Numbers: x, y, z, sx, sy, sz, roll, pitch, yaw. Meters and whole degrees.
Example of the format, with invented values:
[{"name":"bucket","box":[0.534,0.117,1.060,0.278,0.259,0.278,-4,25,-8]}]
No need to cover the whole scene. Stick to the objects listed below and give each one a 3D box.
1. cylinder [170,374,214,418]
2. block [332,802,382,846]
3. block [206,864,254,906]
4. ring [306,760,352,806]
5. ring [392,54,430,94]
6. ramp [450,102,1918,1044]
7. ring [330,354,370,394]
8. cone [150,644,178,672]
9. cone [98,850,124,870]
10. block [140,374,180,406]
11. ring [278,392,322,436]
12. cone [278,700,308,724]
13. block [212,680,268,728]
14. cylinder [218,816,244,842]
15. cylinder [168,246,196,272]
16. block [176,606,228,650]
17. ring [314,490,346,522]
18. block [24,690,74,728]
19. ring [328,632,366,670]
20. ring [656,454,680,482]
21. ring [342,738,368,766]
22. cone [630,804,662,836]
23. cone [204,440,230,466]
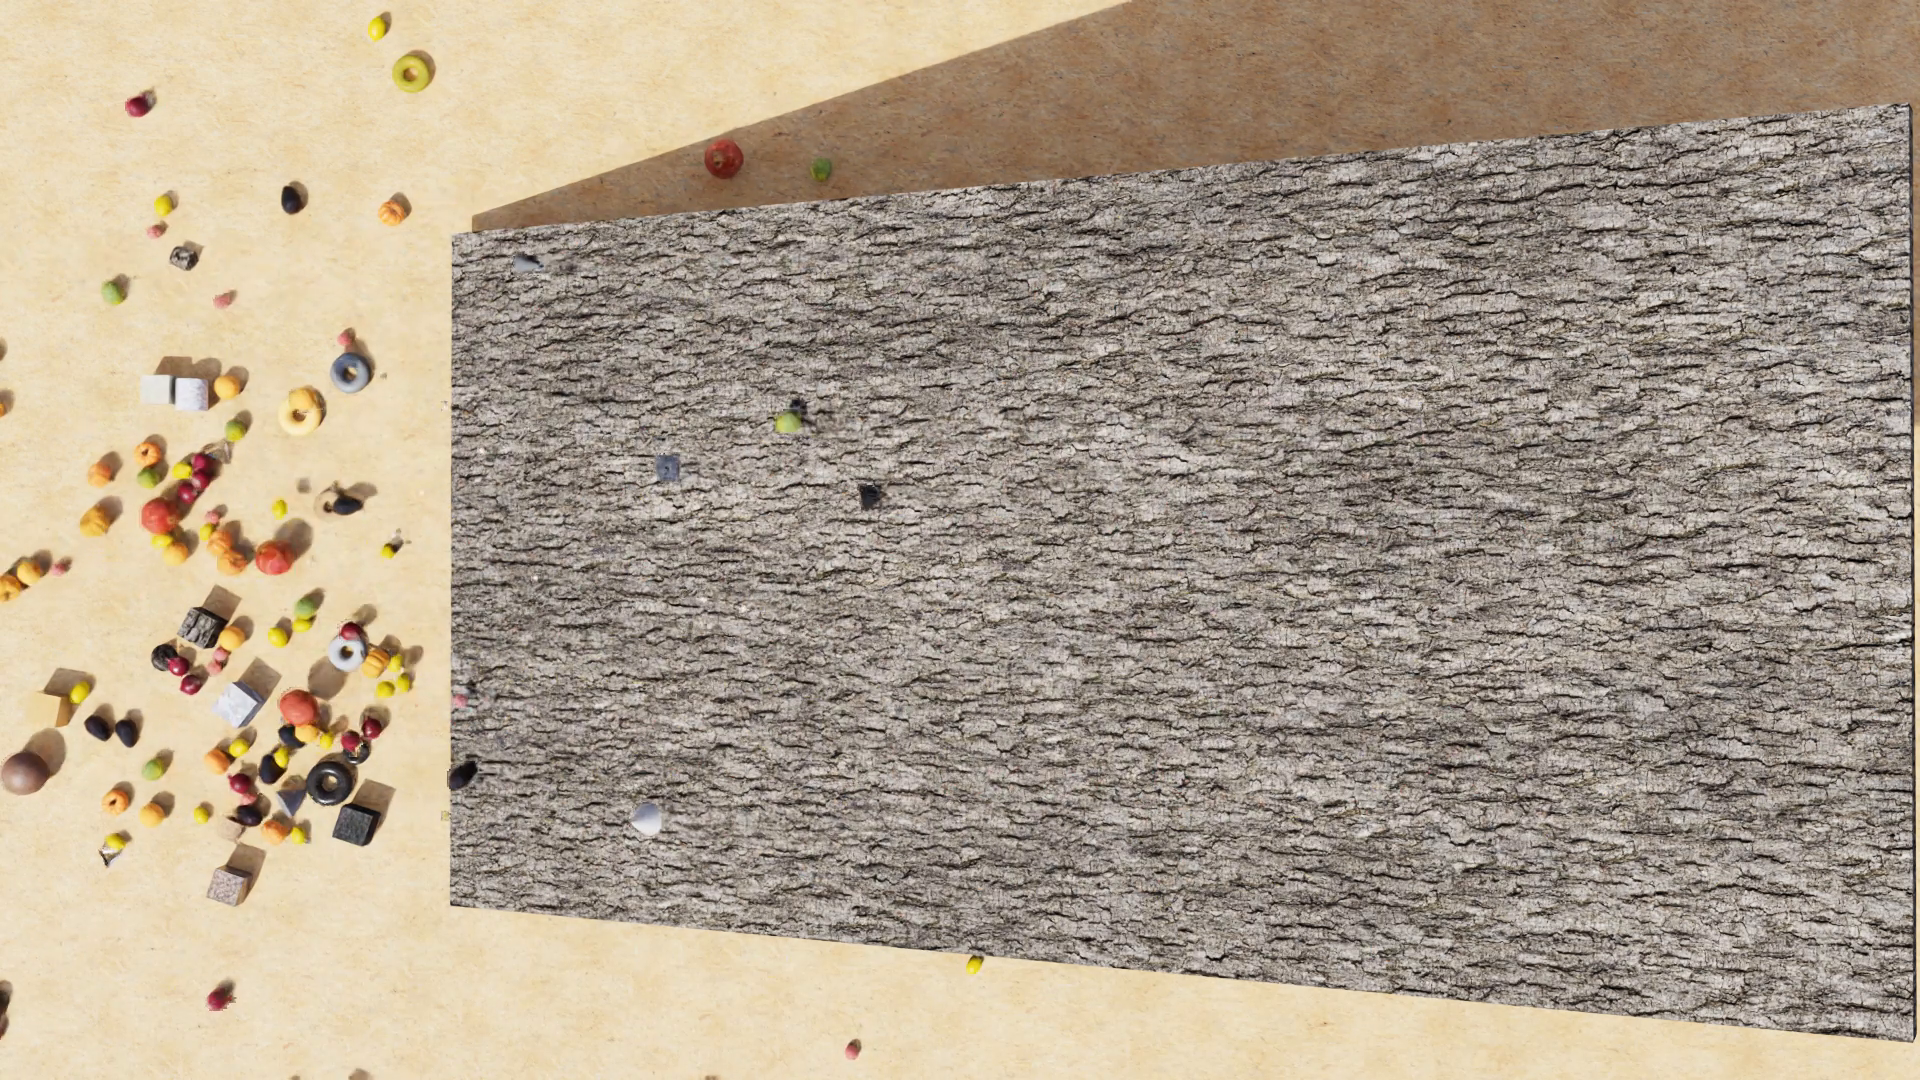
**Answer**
[{"name":"cylinder","box":[-2.302,-0.433,6.590,0.094,0.094,0.094,20,63,0]},{"name":"block","box":[-1.805,0.851,6.575,0.097,0.097,0.097,18,89,0]},{"name":"block","box":[-2.184,1.033,6.576,0.091,0.091,0.091,19,89,0]},{"name":"ring","box":[-1.893,0.731,6.602,0.139,0.046,0.139,0,89,-1]},{"name":"ring","box":[-1.653,-1.405,6.628,0.117,0.039,0.117,0,91,0]},{"name":"ramp","box":[0.277,0.078,5.653,4.000,0.100,2.000,0,89,28]},{"name":"ring","box":[-1.834,-0.501,6.617,0.122,0.041,0.122,0,91,1]},{"name":"cone","box":[-2.398,0.355,6.587,0.083,0.083,0.083,0,89,0]},{"name":"cone","box":[-2.544,0.947,6.607,0.067,0.067,0.067,-23,89,-27]},{"name":"block","box":[-2.400,-0.449,6.595,0.084,0.084,0.084,1,89,0]},{"name":"ring","box":[-1.986,-0.378,6.615,0.130,0.043,0.130,0,91,0]},{"name":"cone","box":[-1.992,0.535,6.609,0.078,0.078,0.078,38,89,-26]},{"name":"block","box":[-2.156,0.492,6.578,0.098,0.098,0.098,38,90,0]},{"name":"cylinder","box":[-2.184,0.868,6.594,0.059,0.059,0.059,25,89,0]},{"name":"cylinder","box":[-2.337,-0.844,6.612,0.057,0.057,0.057,23,89,0]},{"name":"block","box":[-2.268,0.263,6.584,0.092,0.092,0.092,28,89,0]},{"name":"ring","box":[-1.896,-0.102,6.617,0.098,0.033,0.098,0,91,0]},{"name":"block","box":[-2.726,0.505,6.581,0.092,0.092,0.092,10,89,0]},{"name":"ring","box":[-1.842,0.336,6.610,0.115,0.038,0.115,0,90,-1]},{"name":"ring","box":[-0.817,-0.202,6.163,0.078,0.026,0.078,0,90,27]},{"name":"ring","box":[-1.817,0.638,6.613,0.079,0.026,0.079,0,89,-1]},{"name":"cone","box":[-0.898,0.787,6.159,0.090,0.090,0.090,0,89,28]},{"name":"cone","box":[-2.219,-0.252,6.618,0.074,0.074,0.074,-29,116,0]}]
